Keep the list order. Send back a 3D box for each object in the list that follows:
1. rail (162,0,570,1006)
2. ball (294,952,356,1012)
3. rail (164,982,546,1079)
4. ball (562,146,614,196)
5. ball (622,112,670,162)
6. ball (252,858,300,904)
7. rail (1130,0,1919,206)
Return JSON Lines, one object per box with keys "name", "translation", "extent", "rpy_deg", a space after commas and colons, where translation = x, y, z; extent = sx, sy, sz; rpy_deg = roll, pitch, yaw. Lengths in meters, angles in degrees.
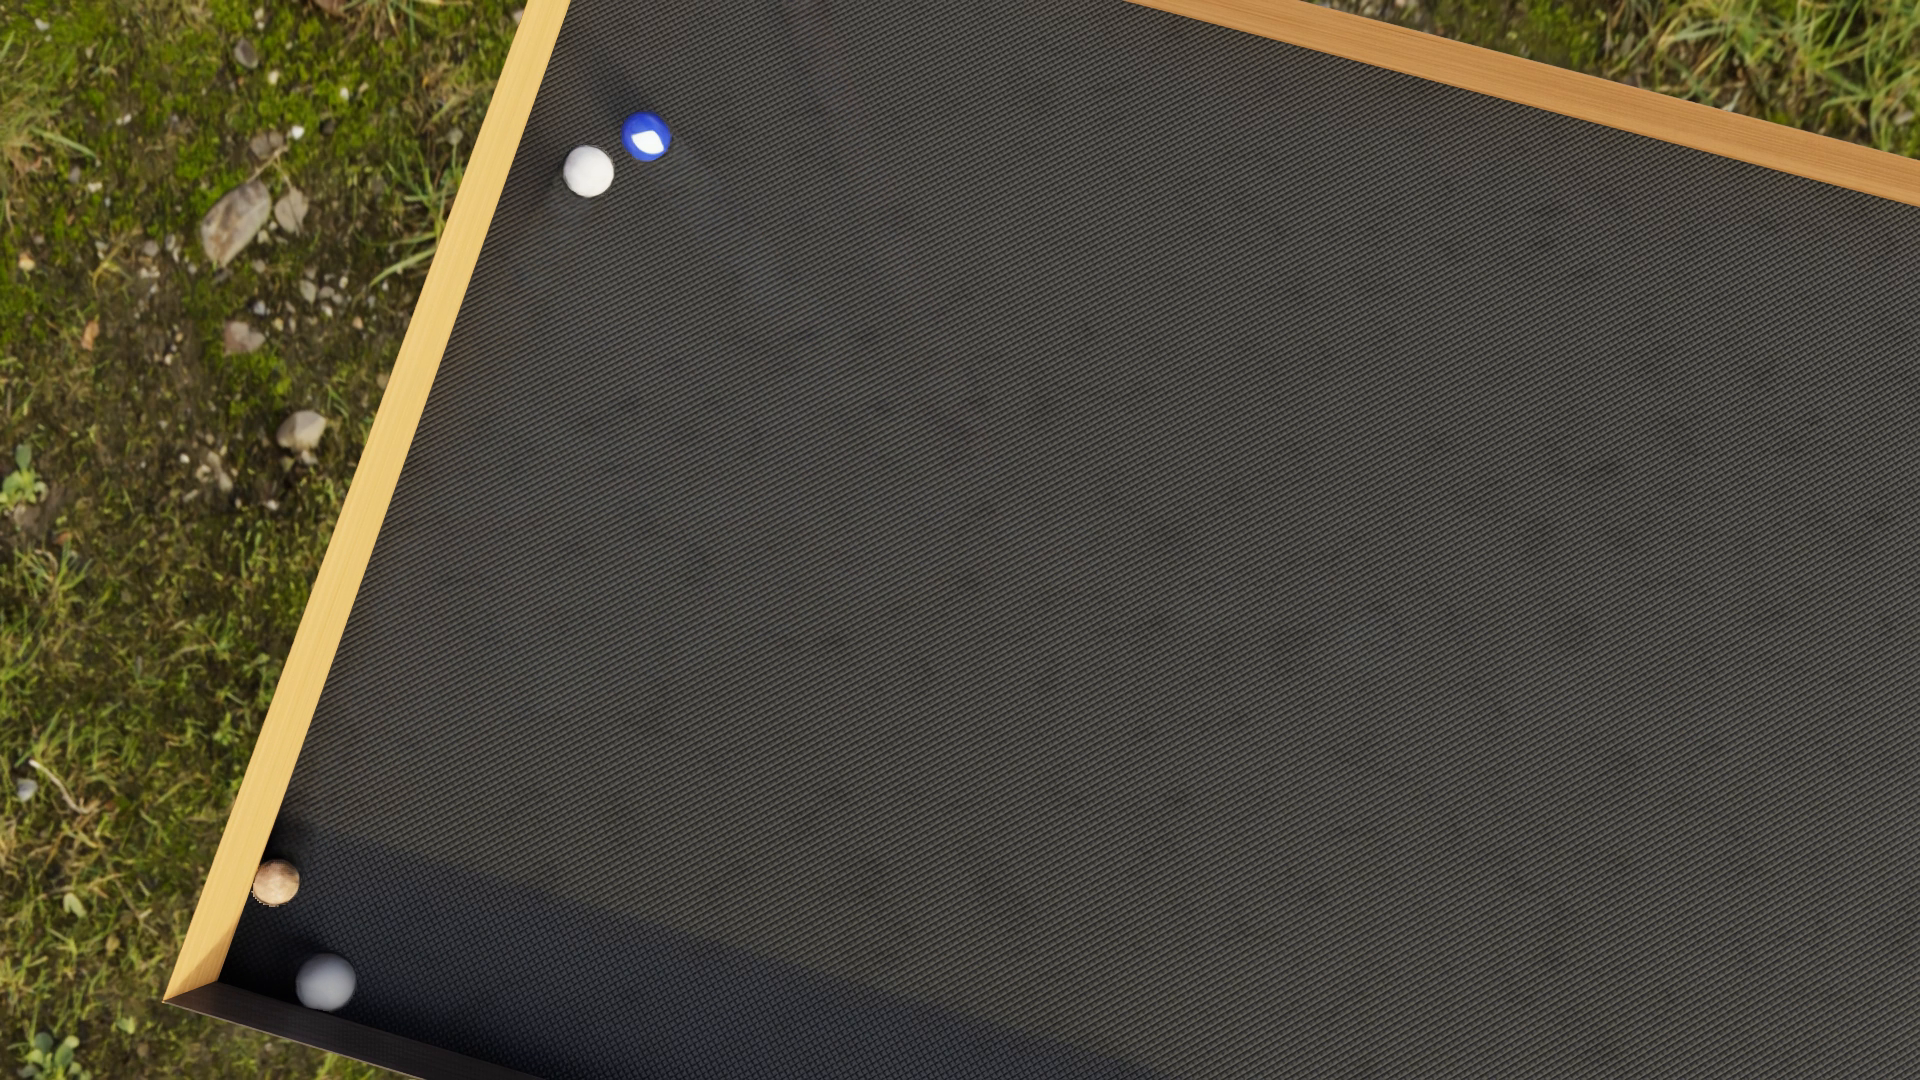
{"name": "rail", "translation": [-0.833, -0.237, 3.366], "extent": [0.045, 0.114, 1.941], "rpy_deg": [16, 77, 4]}
{"name": "ball", "translation": [-0.914, 0.637, 3.166], "extent": [0.085, 0.085, 0.085], "rpy_deg": [0, 76, 0]}
{"name": "rail", "translation": [0.595, 1.116, 3.032], "extent": [3.559, 0.114, 0.045], "rpy_deg": [16, 77, 4]}
{"name": "ball", "translation": [-0.587, -0.581, 3.470], "extent": [0.079, 0.079, 0.079], "rpy_deg": [0, 76, 0]}
{"name": "ball", "translation": [-0.497, -0.639, 3.486], "extent": [0.076, 0.076, 0.076], "rpy_deg": [0, 76, 0]}
{"name": "ball", "translation": [-0.998, 0.499, 3.210], "extent": [0.066, 0.066, 0.066], "rpy_deg": [0, 76, 0]}
{"name": "rail", "translation": [1.116, -0.651, 3.468], "extent": [3.559, 0.114, 0.045], "rpy_deg": [16, 77, 4]}
